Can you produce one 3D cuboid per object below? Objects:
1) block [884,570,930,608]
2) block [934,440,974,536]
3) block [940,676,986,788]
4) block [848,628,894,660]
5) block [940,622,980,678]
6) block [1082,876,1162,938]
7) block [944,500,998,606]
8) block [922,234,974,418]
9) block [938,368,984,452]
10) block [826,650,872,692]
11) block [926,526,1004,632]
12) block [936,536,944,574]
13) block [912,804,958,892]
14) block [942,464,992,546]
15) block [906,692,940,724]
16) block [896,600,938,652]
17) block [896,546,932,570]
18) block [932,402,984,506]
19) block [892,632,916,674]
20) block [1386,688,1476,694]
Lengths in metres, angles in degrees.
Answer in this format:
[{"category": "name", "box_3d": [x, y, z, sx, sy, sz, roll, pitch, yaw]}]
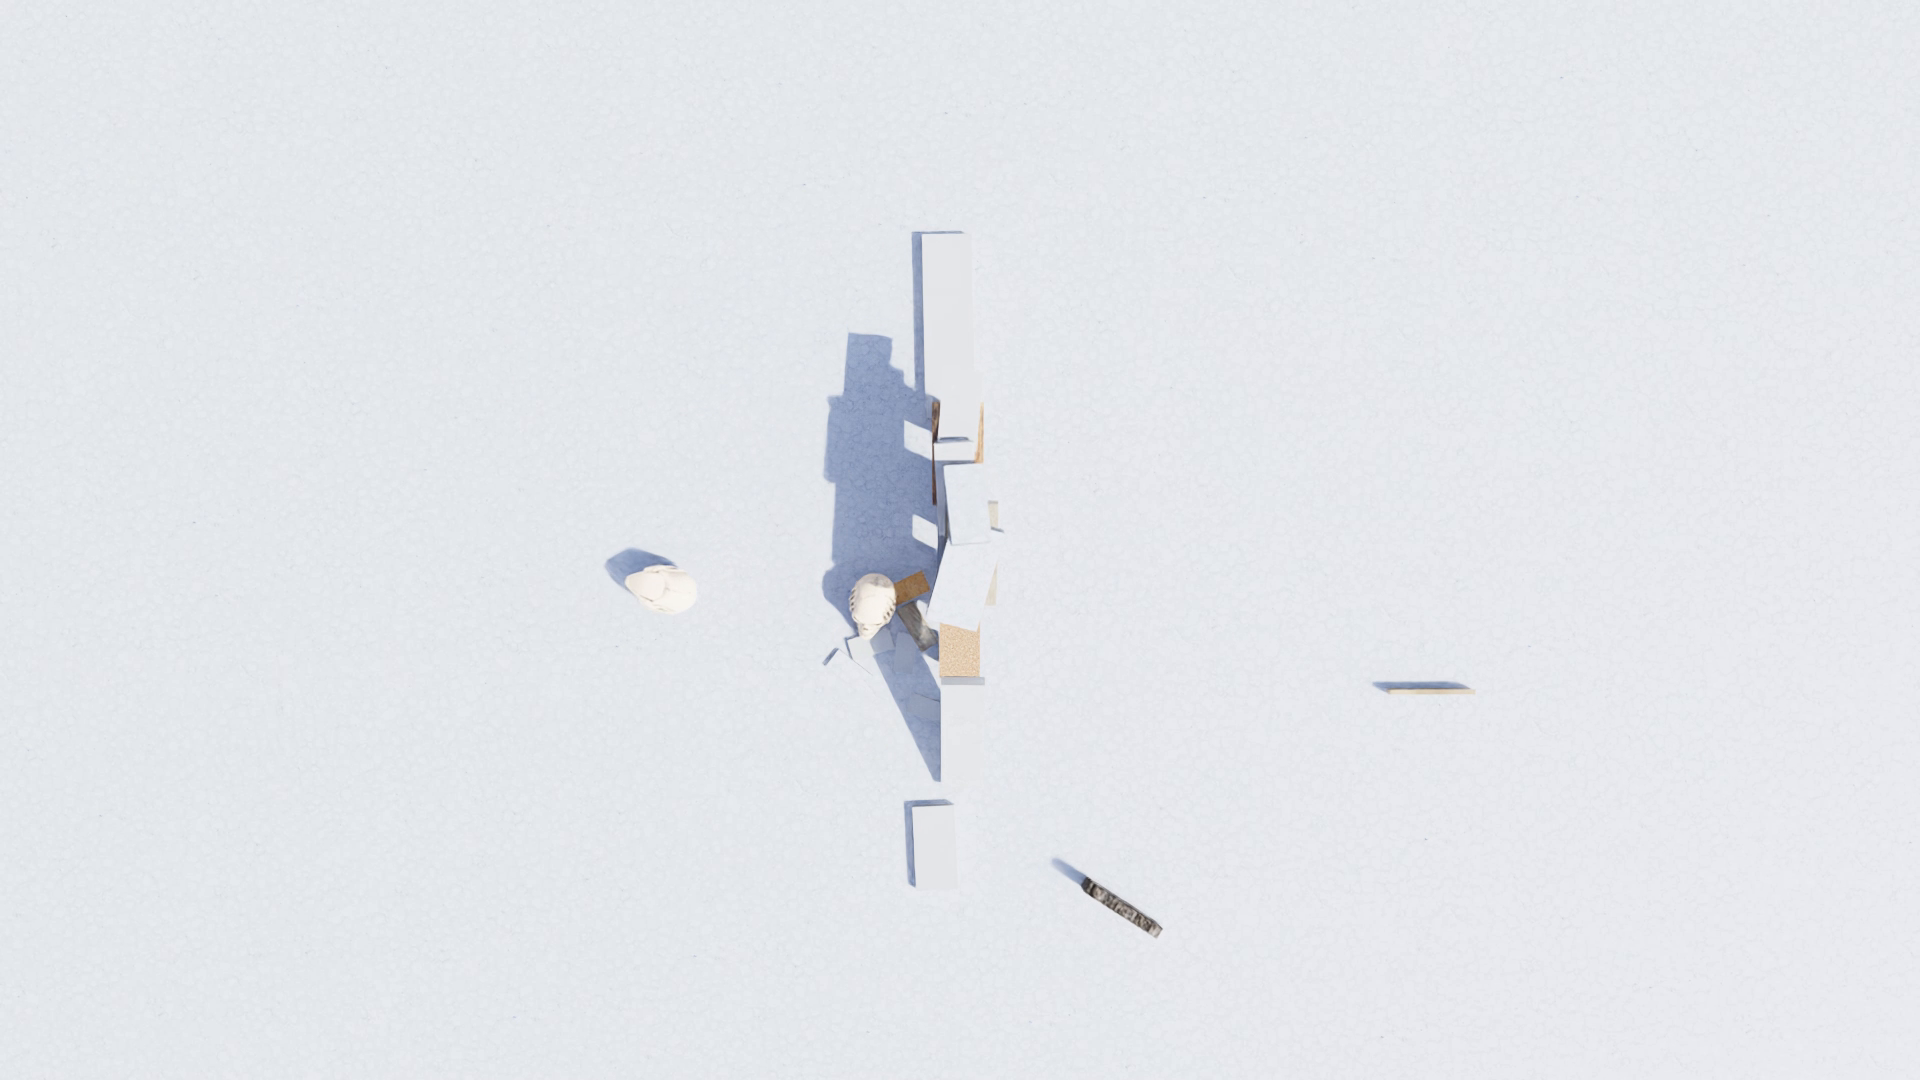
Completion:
[{"category": "block", "box_3d": [-0.176, 0.164, 5.490, 0.142, 0.020, 0.071, -25, 90, 0]}, {"category": "block", "box_3d": [-0.012, -0.161, 5.100, 0.122, 0.035, 0.290, -3, 106, 1]}, {"category": "block", "box_3d": [0.008, 0.625, 5.337, 0.139, 0.039, 0.468, 0, 129, 0]}, {"category": "block", "box_3d": [-0.296, 0.347, 5.490, 0.142, 0.020, 0.071, -17, 90, 0]}, {"category": "block", "box_3d": [-0.001, 0.307, 5.225, 0.128, 0.036, 0.257, 1, 90, 0]}, {"category": "block", "box_3d": [0.531, 1.209, 5.430, 0.277, 0.139, 0.039, 33, 87, 0]}, {"category": "block", "box_3d": [0.034, 0.040, 5.114, 0.163, 0.046, 0.327, 1, 106, -1]}, {"category": "block", "box_3d": [-0.038, -0.709, 5.477, 0.163, 0.046, 0.606, -1, 90, 0]}, {"category": "block", "box_3d": [0.001, -0.402, 5.113, 0.122, 0.035, 0.245, 5, 90, 1]}, {"category": "block", "box_3d": [-0.368, 0.435, 5.490, 0.142, 0.020, 0.071, 38, 90, 0]}, {"category": "block", "box_3d": [0.015, 0.106, 5.084, 0.163, 0.046, 0.327, 15, 105, -4]}, {"category": "block", "box_3d": [-0.001, 0.035, 5.198, 0.141, 0.040, 0.282, 1, 90, 0]}, {"category": "block", "box_3d": [-0.082, 1.021, 5.480, 0.139, 0.039, 0.277, -3, 90, 0]}, {"category": "block", "box_3d": [0.021, -0.108, 5.013, 0.122, 0.035, 0.245, -4, 77, -9]}, {"category": "block", "box_3d": [-0.107, 0.560, 5.491, 0.132, 0.019, 0.066, 19, 90, 0]}, {"category": "block", "box_3d": [-0.141, 0.287, 5.477, 0.066, 0.019, 0.161, -32, 90, -25]}, {"category": "block", "box_3d": [-0.153, 0.060, 5.492, 0.117, 0.017, 0.058, 10, 91, 0]}, {"category": "block", "box_3d": [-0.006, -0.269, 5.154, 0.161, 0.046, 0.321, 0, 90, 1]}, {"category": "block", "box_3d": [-0.183, 0.376, 5.491, 0.066, 0.019, 0.132, 9, 90, 0]}, {"category": "block", "box_3d": [1.561, 0.502, 5.471, 0.279, 0.059, 0.017, 0, 90, 0]}]
